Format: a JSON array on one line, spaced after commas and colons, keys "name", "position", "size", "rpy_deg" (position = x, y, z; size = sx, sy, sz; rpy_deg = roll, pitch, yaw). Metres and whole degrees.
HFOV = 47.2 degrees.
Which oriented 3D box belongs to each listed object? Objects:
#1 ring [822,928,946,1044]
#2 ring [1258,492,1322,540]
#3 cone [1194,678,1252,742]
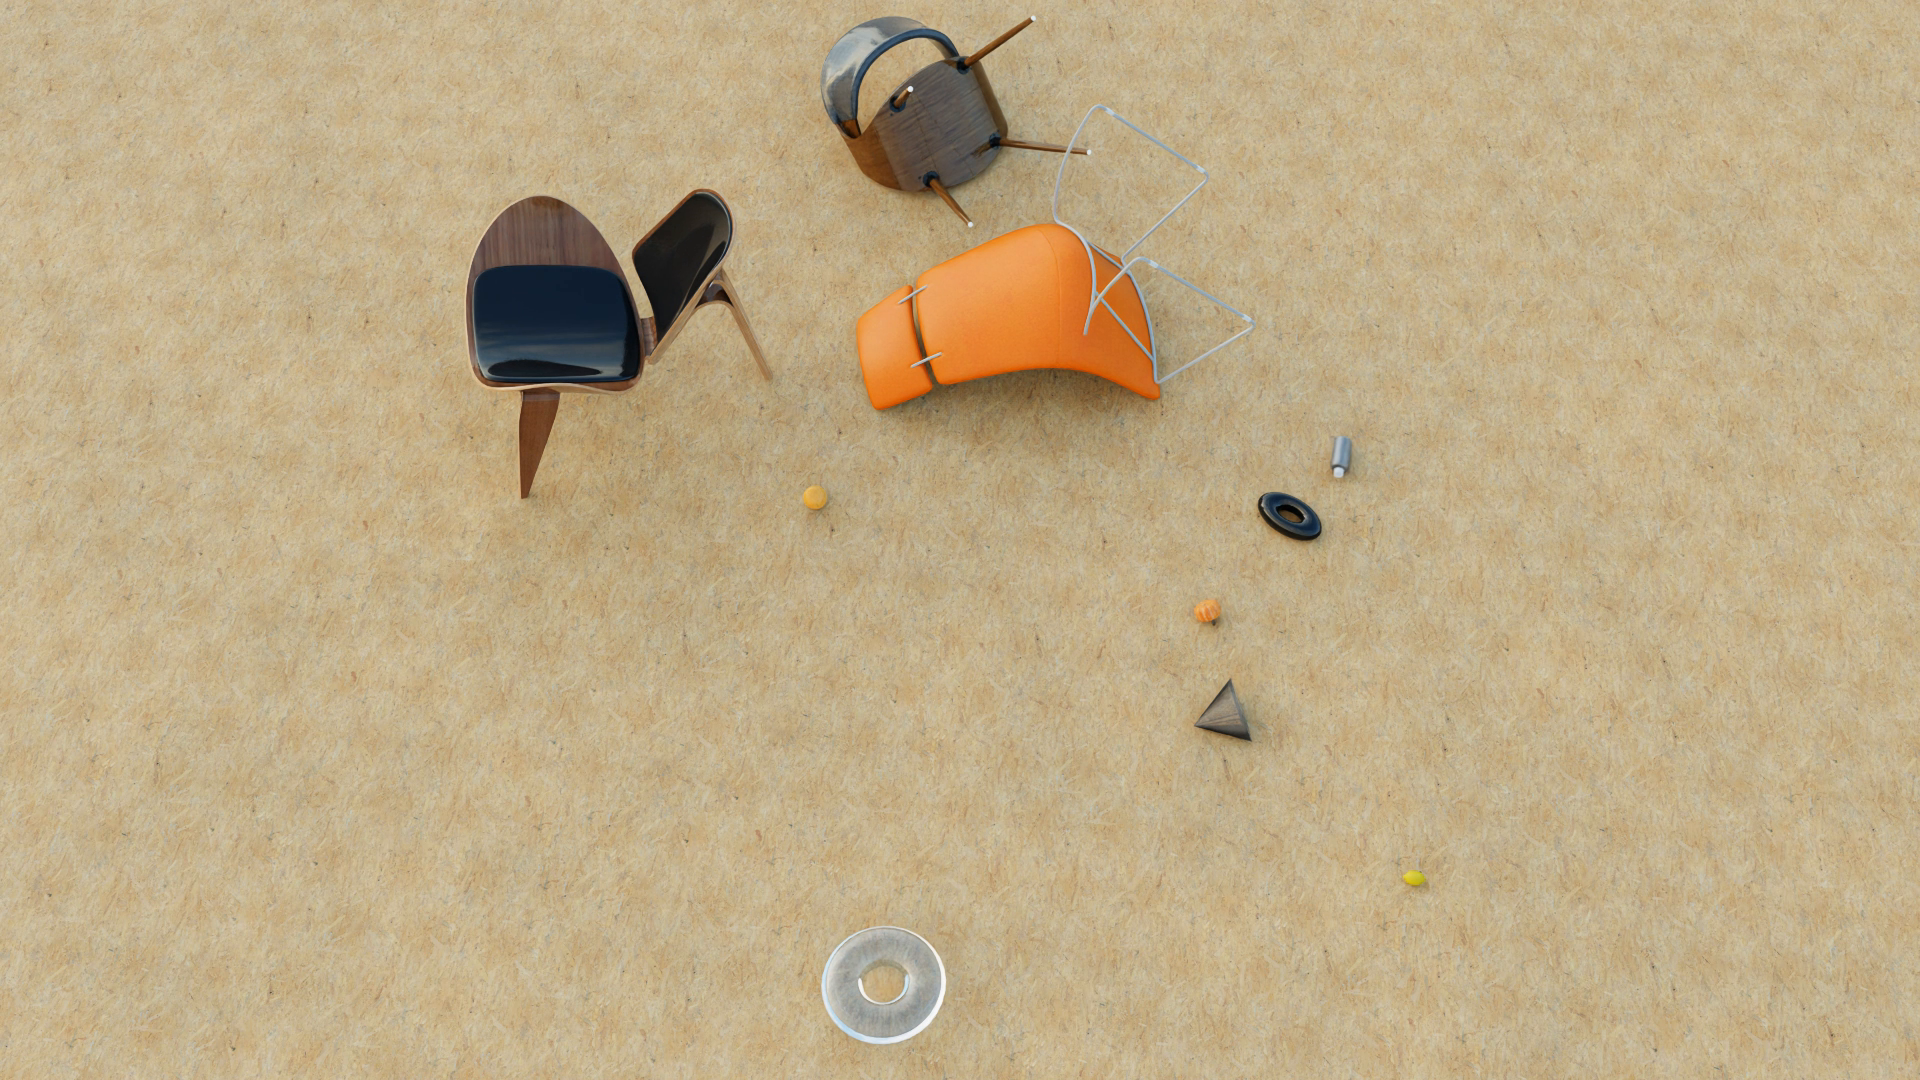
[{"name": "ring", "position": [-0.199, 1.161, 5.746], "size": [0.328, 0.084, 0.324], "rpy_deg": [-31, 61, -20]}, {"name": "ring", "position": [0.988, -0.071, 6.588], "size": [0.217, 0.056, 0.125], "rpy_deg": [34, 64, 22]}, {"name": "cone", "position": [0.727, 0.502, 6.210], "size": [0.144, 0.096, 0.206], "rpy_deg": [-20, 58, 9]}]
